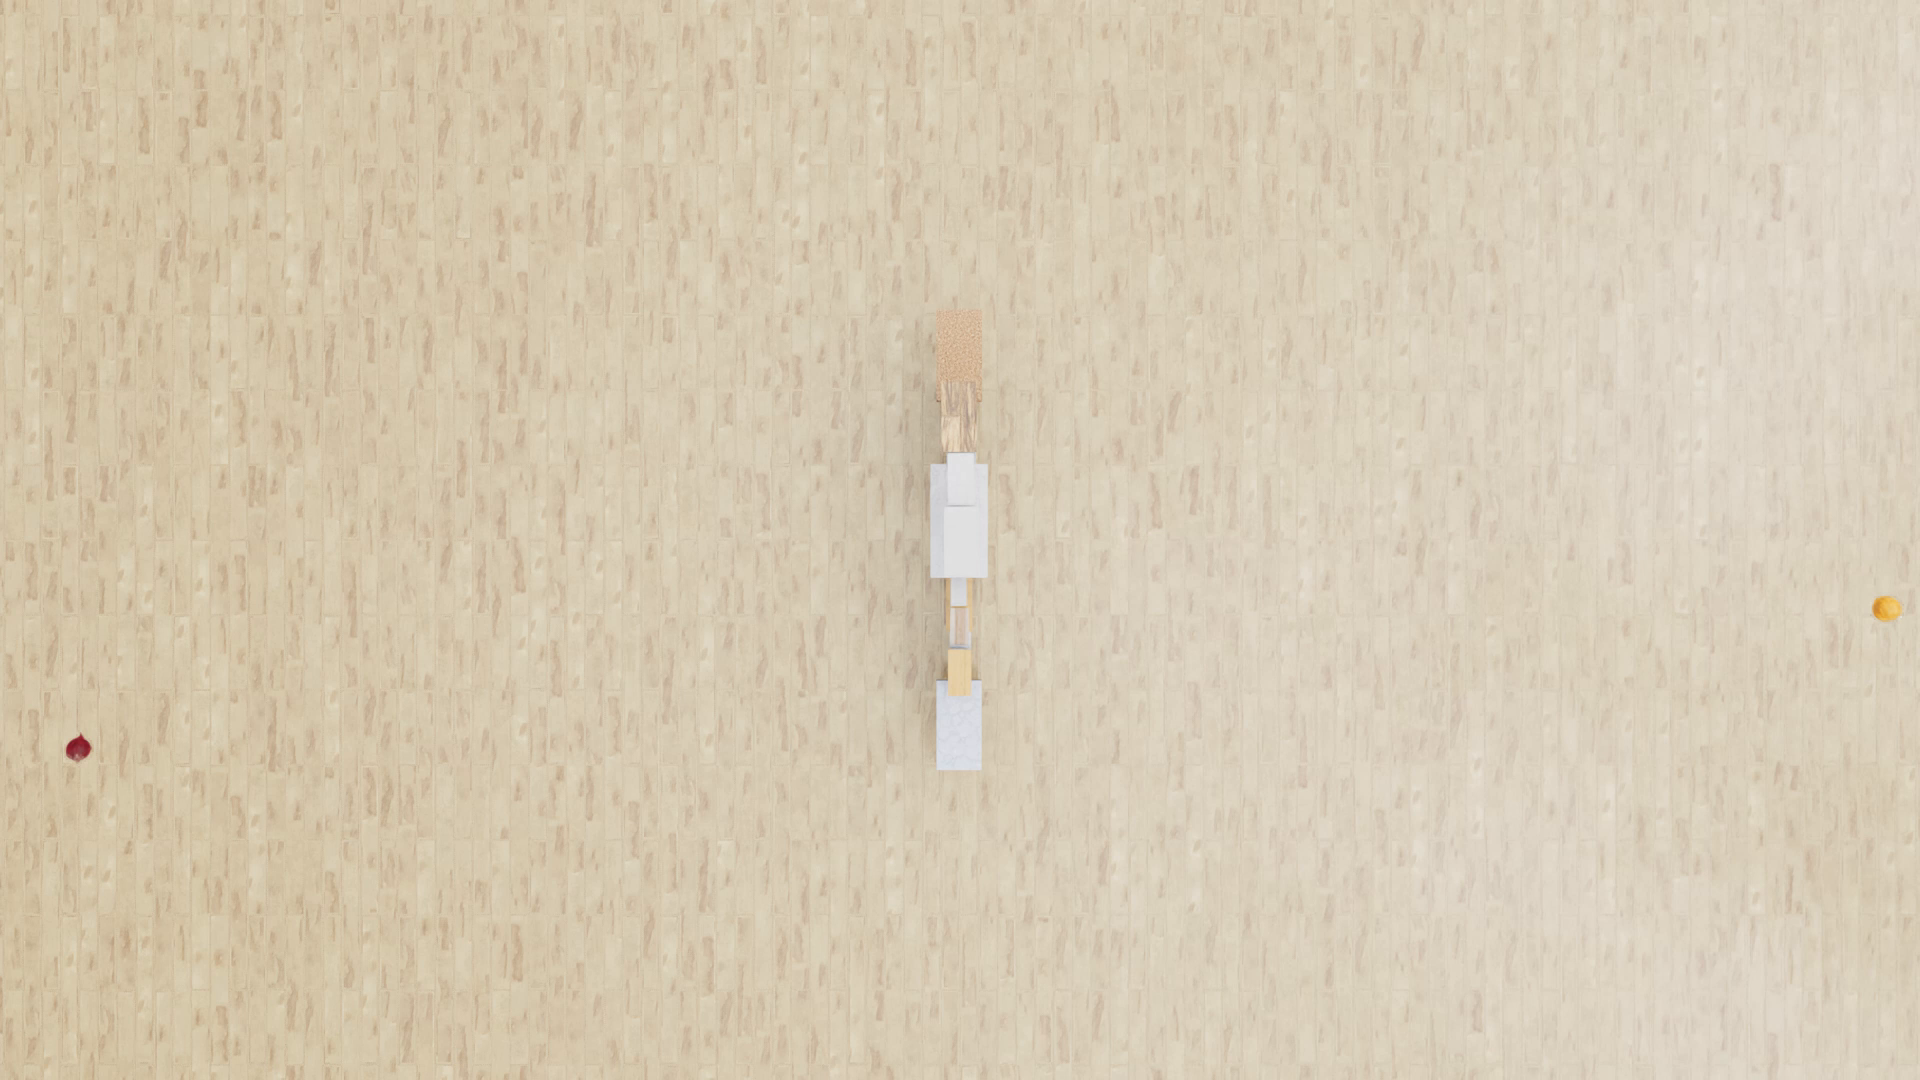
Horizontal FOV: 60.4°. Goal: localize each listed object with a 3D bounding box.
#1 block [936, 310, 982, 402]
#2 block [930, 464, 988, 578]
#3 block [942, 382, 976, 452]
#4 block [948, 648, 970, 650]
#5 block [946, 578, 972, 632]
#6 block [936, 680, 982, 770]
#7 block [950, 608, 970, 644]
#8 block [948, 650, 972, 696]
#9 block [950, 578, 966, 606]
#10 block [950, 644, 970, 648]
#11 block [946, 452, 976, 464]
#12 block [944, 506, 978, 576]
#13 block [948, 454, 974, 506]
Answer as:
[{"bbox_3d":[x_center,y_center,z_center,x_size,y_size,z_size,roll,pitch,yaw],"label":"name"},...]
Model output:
[{"bbox_3d":[-0.002,-0.580,5.194,0.143,0.041,0.286,0,90,0],"label":"block"},{"bbox_3d":[-0.003,-0.059,5.123,0.176,0.050,0.352,0,90,0],"label":"block"},{"bbox_3d":[-0.002,-0.369,4.948,0.105,0.030,0.211,0,90,0],"label":"block"},{"bbox_3d":[-0.001,0.357,5.190,0.070,0.304,0.020,0,90,0],"label":"block"},{"bbox_3d":[-0.002,0.207,5.317,0.085,0.024,0.171,0,90,0],"label":"block"},{"bbox_3d":[-0.003,0.582,5.198,0.141,0.040,0.282,0,90,0],"label":"block"},{"bbox_3d":[-0.001,0.271,5.181,0.058,0.016,0.115,0,90,0],"label":"block"},{"bbox_3d":[-0.001,0.404,5.028,0.070,0.020,0.140,0,90,0],"label":"block"},{"bbox_3d":[-0.004,0.159,5.199,0.049,0.014,0.099,0,90,0],"label":"block"},{"bbox_3d":[0.001,0.367,5.352,0.069,0.020,0.139,0,90,0],"label":"block"},{"bbox_3d":[0.004,-0.336,5.295,0.096,0.027,0.192,0,90,0],"label":"block"},{"bbox_3d":[0.003,0.003,4.881,0.101,0.029,0.203,0,90,0],"label":"block"},{"bbox_3d":[0.002,-0.181,4.932,0.078,0.022,0.156,0,90,0],"label":"block"}]
